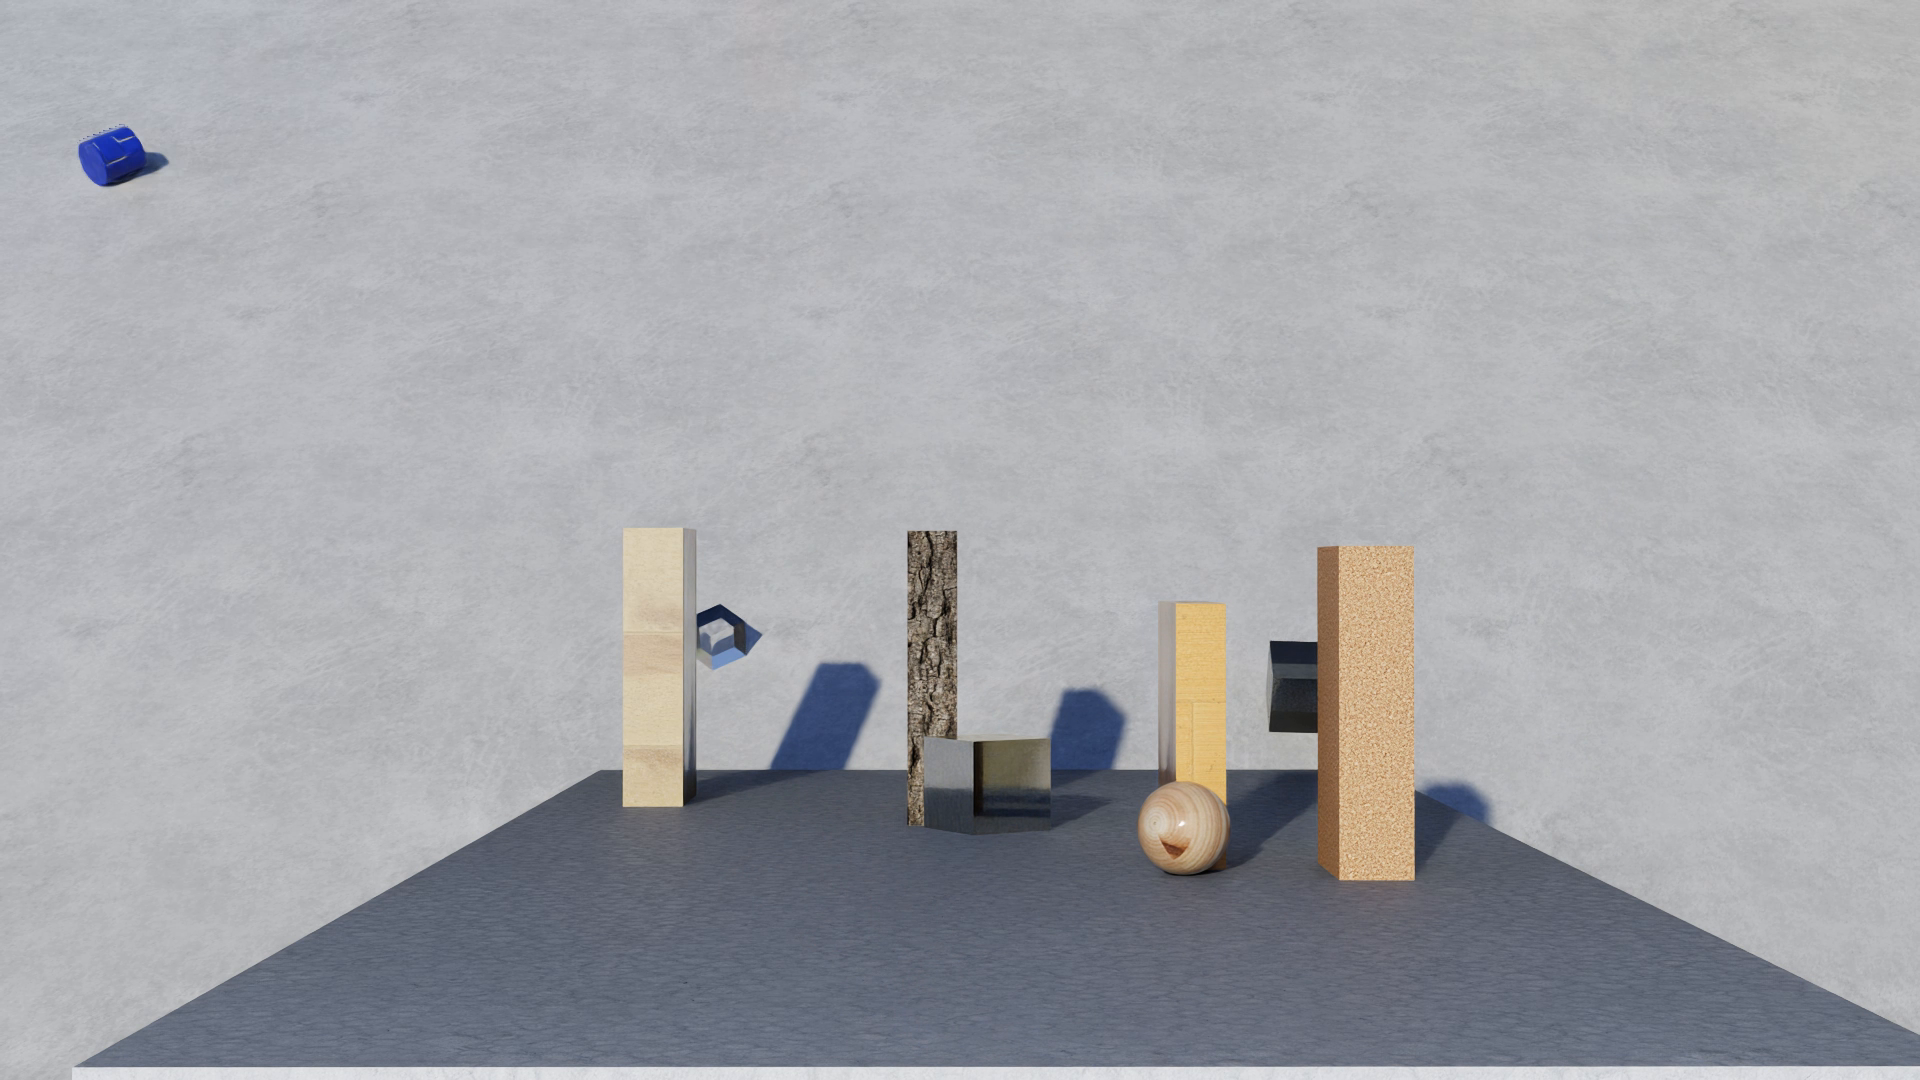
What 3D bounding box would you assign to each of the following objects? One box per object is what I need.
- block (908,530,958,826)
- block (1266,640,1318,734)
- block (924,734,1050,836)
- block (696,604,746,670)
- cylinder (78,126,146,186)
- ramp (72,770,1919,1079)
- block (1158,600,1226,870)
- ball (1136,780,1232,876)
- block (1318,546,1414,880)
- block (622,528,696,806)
[{"bbox_3d":[-0.056,0.282,5.459,0.101,0.598,0.402,0,-1,0],"label":"block"},{"bbox_3d":[0.927,0.398,7.019,0.178,0.178,0.178,1,32,2],"label":"block"},{"bbox_3d":[0.054,0.486,5.185,0.183,0.183,0.183,0,-1,-33],"label":"block"},{"bbox_3d":[-0.684,0.273,7.280,0.117,0.117,0.117,-24,39,-33],"label":"block"},{"bbox_3d":[-3.296,-1.493,10.072,0.179,0.179,0.179,24,41,34],"label":"cylinder"},{"bbox_3d":[0.071,0.623,4.709,2.000,0.100,4.000,0,-1,0],"label":"ramp"},{"bbox_3d":[0.417,0.342,4.685,0.086,0.460,0.397,0,-1,0],"label":"block"},{"bbox_3d":[0.380,0.489,4.405,0.160,0.160,0.160,0,32,0],"label":"ball"},{"bbox_3d":[0.696,0.291,4.461,0.125,0.559,0.260,0,-1,0],"label":"block"},{"bbox_3d":[-0.673,0.280,5.826,0.131,0.610,0.295,0,-1,0],"label":"block"}]
